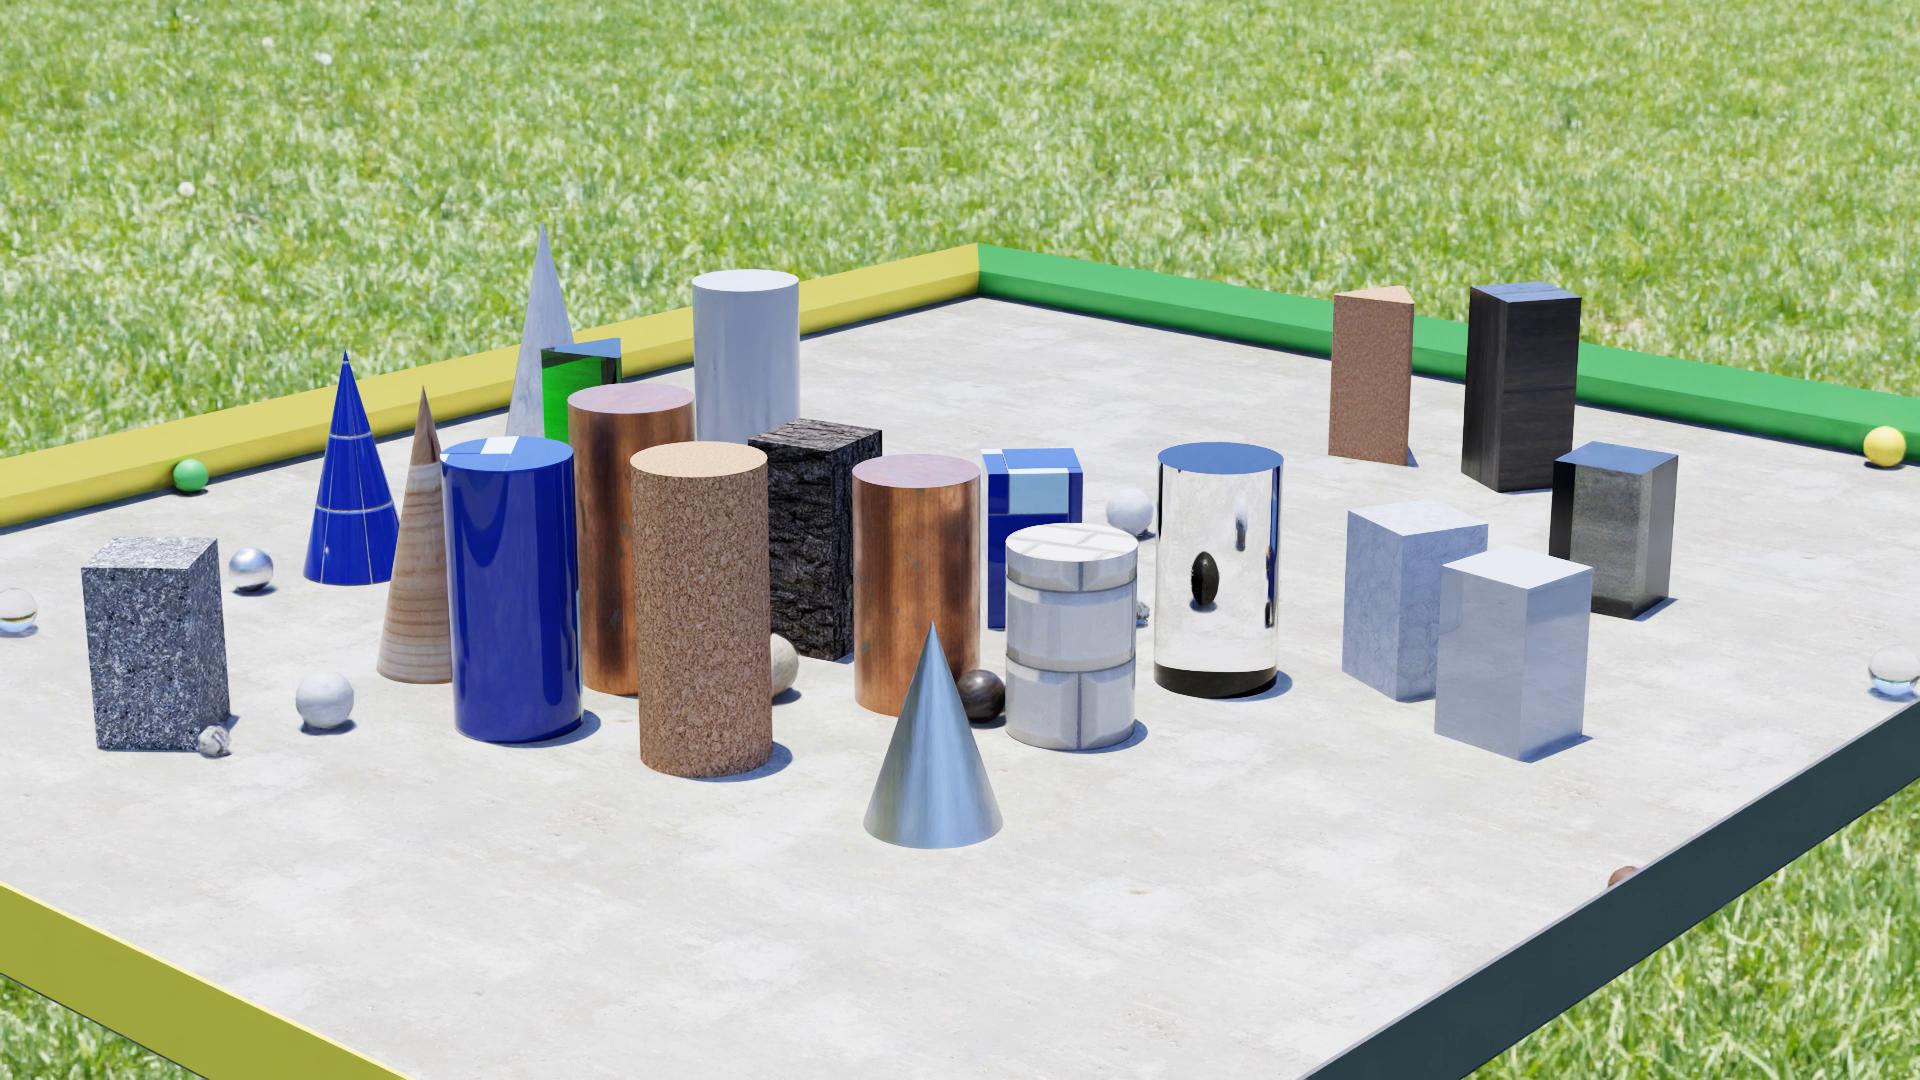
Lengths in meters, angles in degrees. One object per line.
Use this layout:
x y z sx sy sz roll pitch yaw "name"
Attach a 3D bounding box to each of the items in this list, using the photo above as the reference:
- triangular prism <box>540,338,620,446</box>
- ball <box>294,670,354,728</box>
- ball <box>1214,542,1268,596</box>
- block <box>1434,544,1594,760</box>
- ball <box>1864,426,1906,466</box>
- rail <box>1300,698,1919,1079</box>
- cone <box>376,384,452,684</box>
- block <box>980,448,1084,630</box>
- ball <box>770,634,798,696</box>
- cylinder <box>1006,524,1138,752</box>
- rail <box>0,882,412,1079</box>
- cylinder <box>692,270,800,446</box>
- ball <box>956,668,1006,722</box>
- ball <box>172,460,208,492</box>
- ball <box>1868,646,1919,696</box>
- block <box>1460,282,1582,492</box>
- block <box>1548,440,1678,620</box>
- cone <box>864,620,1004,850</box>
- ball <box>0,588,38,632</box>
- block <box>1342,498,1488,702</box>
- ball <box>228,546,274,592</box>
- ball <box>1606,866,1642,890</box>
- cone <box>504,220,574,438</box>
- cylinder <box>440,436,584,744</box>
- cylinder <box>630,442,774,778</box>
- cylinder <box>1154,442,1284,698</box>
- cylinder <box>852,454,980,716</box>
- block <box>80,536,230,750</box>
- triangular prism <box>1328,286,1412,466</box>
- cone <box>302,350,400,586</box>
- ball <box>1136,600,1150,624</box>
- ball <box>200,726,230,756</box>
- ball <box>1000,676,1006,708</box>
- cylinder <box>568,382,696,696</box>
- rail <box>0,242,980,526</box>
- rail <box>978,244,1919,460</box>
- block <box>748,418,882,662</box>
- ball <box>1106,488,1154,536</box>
-0.698 -0.233 5.711 0.172 0.298 0.149 7 18 22 "triangular prism"
-0.974 0.244 4.492 0.089 0.089 0.089 0 17 0 "ball"
0.491 0.052 5.119 0.095 0.095 0.095 0 17 0 "ball"
0.835 0.168 4.432 0.159 0.268 0.159 -15 22 -40 "block"
1.874 -0.190 5.944 0.081 0.081 0.081 0 17 0 "ball"
1.219 0.338 4.106 0.045 0.129 3.908 14 22 39 "rail"
-0.851 -0.023 4.714 0.199 0.471 0.199 0 17 0 "cone"
0.121 -0.003 4.993 0.159 0.273 0.159 -1 17 -4 "block"
-0.304 0.198 4.626 0.099 0.099 0.099 0 17 0 "ball"
0.168 0.146 4.454 0.199 0.298 0.199 0 17 0 "cylinder"
-1.266 0.453 3.724 3.276 0.129 0.045 14 22 39 "rail"
-0.399 -0.261 5.516 0.199 0.464 0.199 0 17 0 "cylinder"
0.031 0.240 4.516 0.082 0.082 0.082 0 17 0 "ball"
-1.512 -0.126 5.756 0.066 0.066 0.066 0 17 0 "ball"
1.477 0.206 4.634 0.079 0.079 0.079 0 17 0 "ball"
1.108 -0.304 5.801 0.159 0.382 0.159 -5 18 -17 "block"
1.127 -0.018 5.068 0.159 0.258 0.159 12 20 34 "block"
-0.038 0.254 4.091 0.199 0.300 0.199 0 17 0 "cone"
-1.591 0.118 4.933 0.074 0.074 0.074 0 17 0 "ball"
0.723 0.093 4.673 0.159 0.272 0.159 -8 18 -24 "block"
-1.244 0.051 5.149 0.078 0.078 0.078 0 17 0 "ball"
0.877 0.457 3.833 0.061 0.061 0.061 0 17 0 "ball"
-0.856 -0.434 6.078 0.199 0.472 0.199 0 17 0 "cone"
-0.680 0.075 4.462 0.199 0.429 0.199 0 17 0 "cylinder"
-0.379 0.101 4.325 0.199 0.458 0.199 0 17 0 "cylinder"
0.410 0.046 4.664 0.199 0.367 0.199 0 17 0 "cylinder"
-0.067 0.070 4.582 0.199 0.370 0.199 0 17 0 "cylinder"
-1.216 0.155 4.443 0.159 0.286 0.159 1 17 2 "block"
0.869 -0.343 6.009 0.172 0.337 0.149 10 19 29 "triangular prism"
-1.082 -0.142 5.219 0.199 0.407 0.199 0 17 0 "cone"
0.302 0.124 4.973 0.041 0.041 0.041 0 17 0 "ball"
-1.113 0.299 4.384 0.045 0.045 0.045 0 17 0 "ball"
0.060 0.238 4.577 0.051 0.051 0.051 0 17 0 "ball"
-0.516 -0.002 4.664 0.199 0.460 0.199 0 17 0 "cylinder"
-1.219 -0.273 6.133 0.045 0.129 3.908 14 22 39 "rail"
1.266 -0.388 6.515 3.276 0.129 0.045 14 22 39 "rail"
-0.236 -0.002 4.845 0.159 0.356 0.159 9 19 29 "block"
0.317 -0.052 5.473 0.090 0.090 0.090 0 17 0 "ball"
